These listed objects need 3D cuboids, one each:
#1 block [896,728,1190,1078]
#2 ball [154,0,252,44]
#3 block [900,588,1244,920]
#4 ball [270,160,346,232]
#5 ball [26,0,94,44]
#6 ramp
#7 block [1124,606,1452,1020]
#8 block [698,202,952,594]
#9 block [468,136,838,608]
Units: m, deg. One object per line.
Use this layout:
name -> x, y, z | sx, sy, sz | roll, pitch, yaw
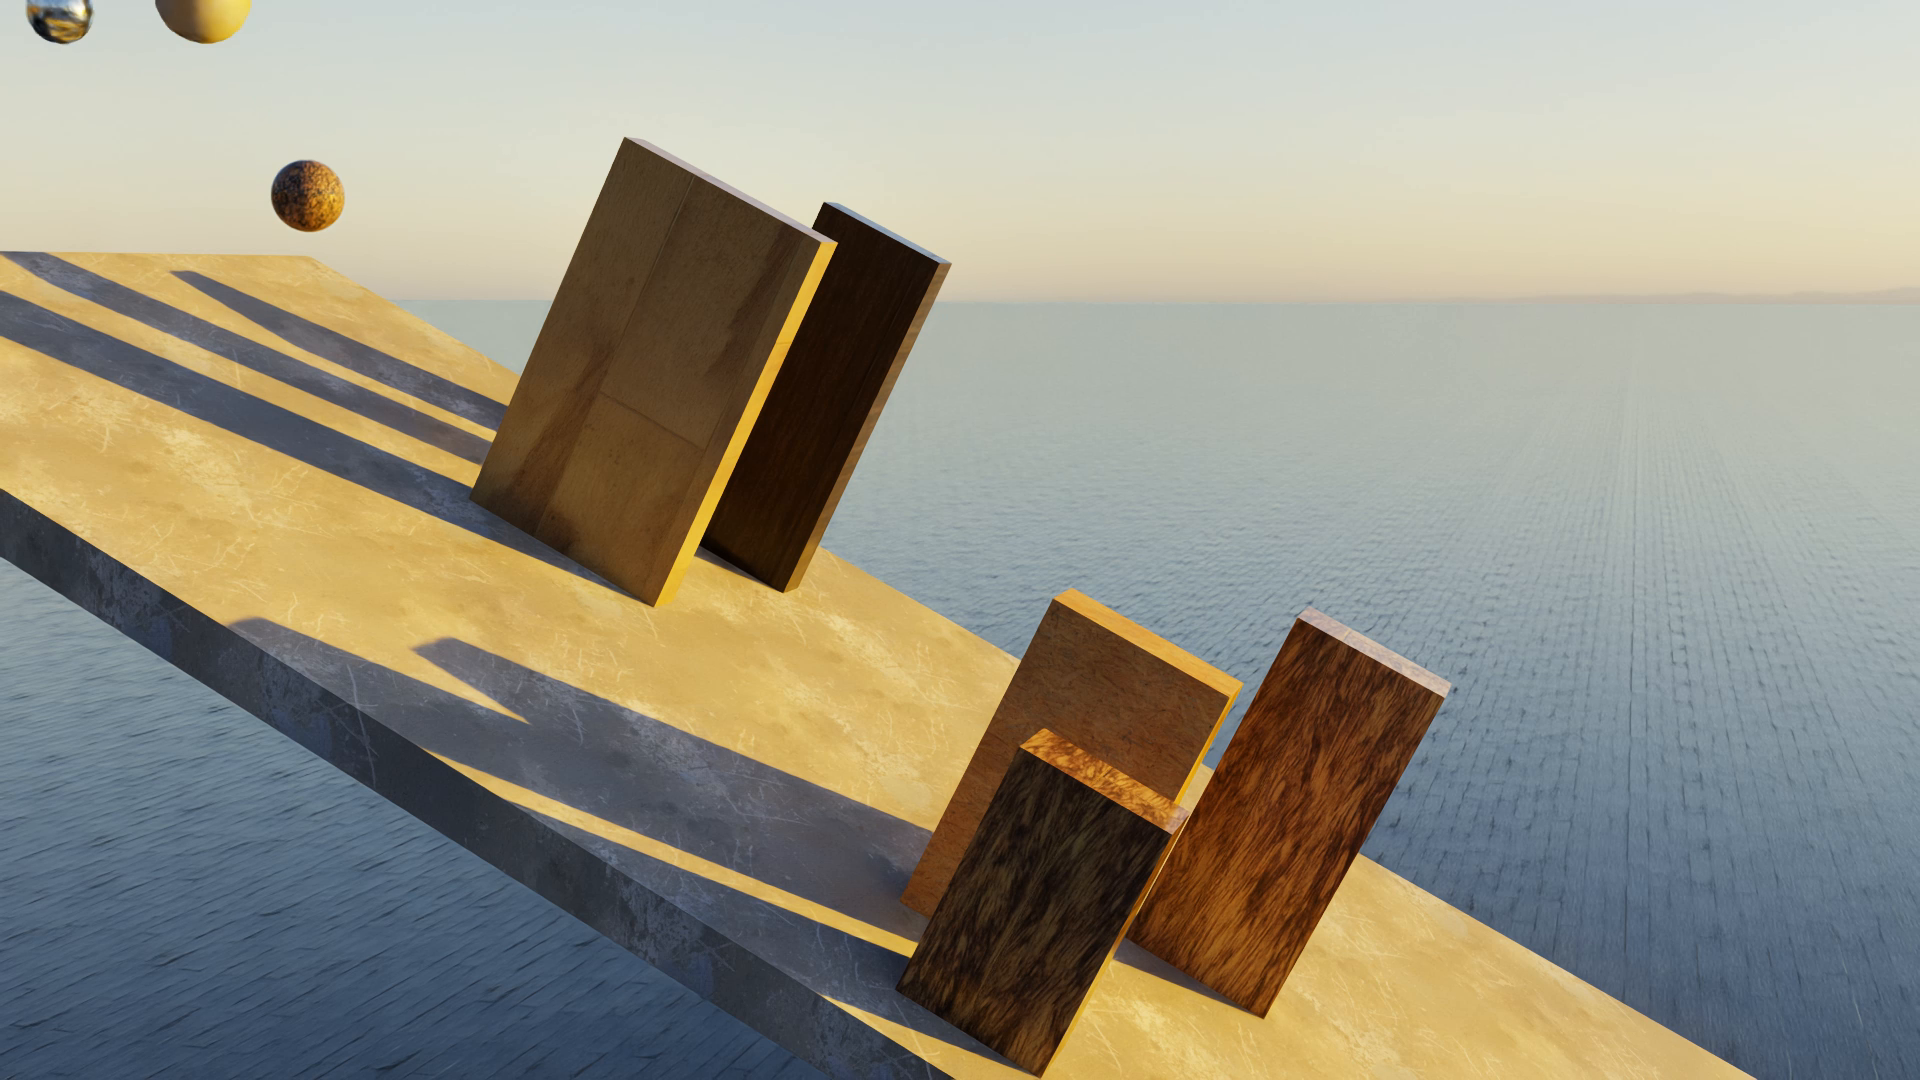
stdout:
block -> 0.121, 0.531, 3.230 | 0.249, 0.422, 0.135 | 29, 14, 12
ball -> -1.536, -1.104, 4.462 | 0.188, 0.188, 0.188 | 0, 7, 0
block -> 0.174, 0.403, 3.497 | 0.312, 0.563, 0.121 | 29, 14, 12
ball -> -1.356, -0.716, 4.572 | 0.150, 0.150, 0.150 | 0, 7, 0
ball -> -1.768, -1.039, 4.321 | 0.126, 0.126, 0.126 | 0, 7, 0
ramp -> -0.239, 0.400, 4.156 | 4.000, 0.100, 2.000 | 29, 14, 12
block -> 0.562, 0.468, 3.787 | 0.274, 0.646, 0.134 | 29, 14, 12
block -> -0.320, -0.302, 4.711 | 0.285, 0.790, 0.088 | 29, 14, 12
block -> -0.605, -0.323, 4.277 | 0.448, 0.788, 0.087 | 29, 14, 12
